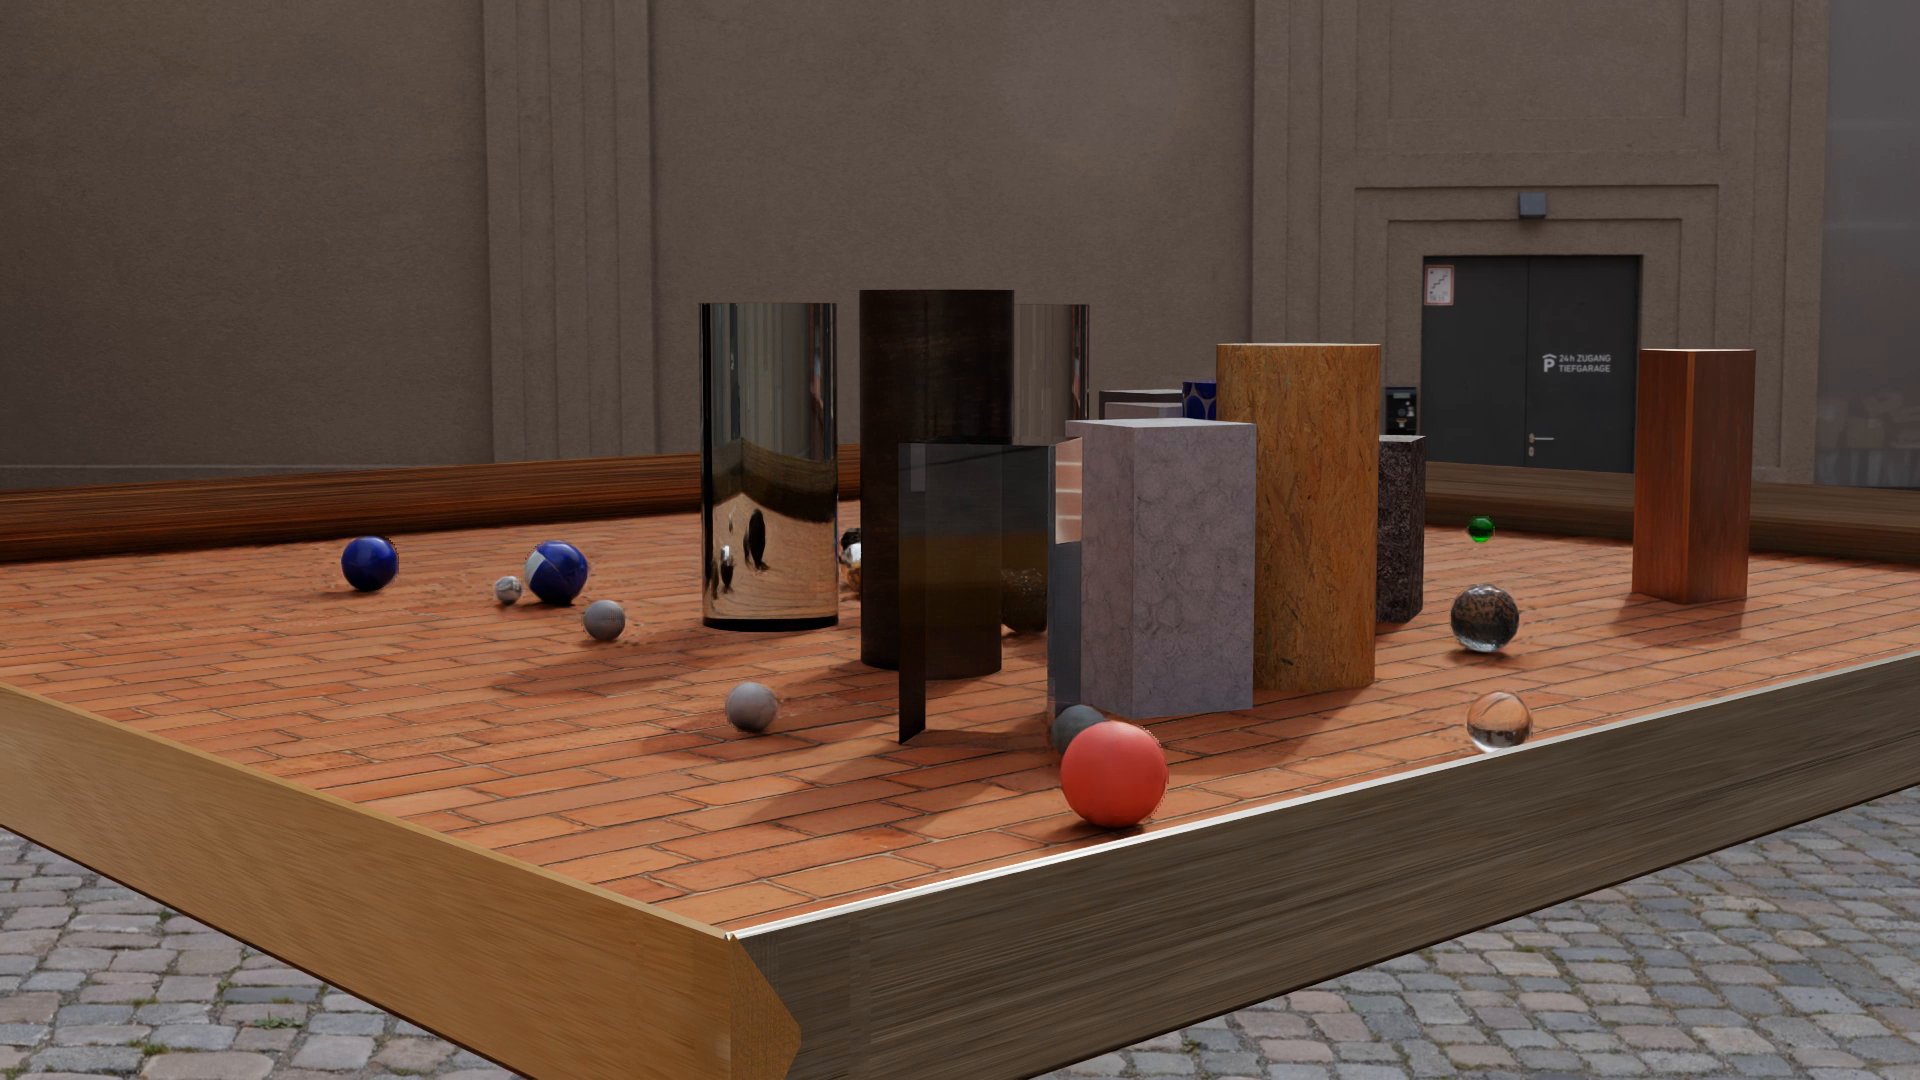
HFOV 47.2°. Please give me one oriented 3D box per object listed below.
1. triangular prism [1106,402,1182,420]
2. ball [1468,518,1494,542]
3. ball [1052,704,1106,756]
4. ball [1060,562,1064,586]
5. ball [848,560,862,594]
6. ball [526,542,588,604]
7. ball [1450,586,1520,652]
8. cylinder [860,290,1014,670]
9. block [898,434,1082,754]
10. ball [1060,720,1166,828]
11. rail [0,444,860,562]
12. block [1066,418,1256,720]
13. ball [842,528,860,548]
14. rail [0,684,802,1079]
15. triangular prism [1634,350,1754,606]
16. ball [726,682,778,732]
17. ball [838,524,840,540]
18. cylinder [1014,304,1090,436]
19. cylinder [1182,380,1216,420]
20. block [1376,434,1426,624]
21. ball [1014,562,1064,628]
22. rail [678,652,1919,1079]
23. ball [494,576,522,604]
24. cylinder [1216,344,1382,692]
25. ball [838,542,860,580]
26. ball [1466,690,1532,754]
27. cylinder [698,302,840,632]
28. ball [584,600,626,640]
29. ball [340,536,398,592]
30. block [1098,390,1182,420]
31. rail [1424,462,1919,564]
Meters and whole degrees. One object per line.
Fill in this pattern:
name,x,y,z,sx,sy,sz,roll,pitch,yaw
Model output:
triangular prism,0.274,-0.044,3.208,0.146,0.308,0.168,4,7,36
ball,1.002,-0.020,4.231,0.046,0.046,0.046,0,6,0
ball,0.119,0.191,2.170,0.057,0.057,0.057,0,6,0
ball,0.199,0.051,3.315,0.095,0.095,0.095,0,6,0
ball,-0.146,0.057,3.437,0.059,0.059,0.059,0,6,0
ball,-0.610,0.050,3.332,0.095,0.095,0.095,0,6,0
ball,0.683,0.103,2.862,0.088,0.088,0.088,0,6,0
cylinder,-0.029,-0.080,2.777,0.195,0.468,0.195,0,6,0
block,0.033,0.051,2.290,0.156,0.310,0.156,2,6,16
ball,0.132,0.202,1.895,0.092,0.092,0.092,0,6,0
rail,-1.036,-0.084,4.449,3.183,0.126,0.045,-5,8,-42
block,0.224,0.026,2.482,0.156,0.318,0.156,-3,7,-26
ball,-0.190,0.003,3.993,0.051,0.051,0.051,0,6,0
rail,-1.152,0.144,2.275,0.045,0.126,3.103,-5,8,-42
triangular prism,1.113,-0.103,3.412,0.168,0.382,0.146,-5,8,-38
ball,-0.220,0.177,2.323,0.053,0.053,0.053,0,6,0
ball,-0.263,-0.014,3.932,0.097,0.097,0.097,0,6,0
cylinder,0.113,-0.157,3.585,0.195,0.452,0.195,0,6,0
cylinder,0.396,-0.040,2.969,0.195,0.348,0.195,0,6,0
block,0.590,-0.020,3.217,0.156,0.259,0.156,2,6,20
ball,0.111,0.078,3.075,0.093,0.093,0.093,0,6,0
rail,1.036,0.150,2.215,3.183,0.126,0.045,-5,8,-42
ball,-0.685,0.075,3.338,0.043,0.043,0.043,0,6,0
cylinder,0.404,-0.033,2.646,0.195,0.403,0.195,0,6,0
ball,-0.162,0.038,3.566,0.069,0.069,0.069,0,6,0
ball,0.541,0.183,2.204,0.064,0.064,0.064,0,6,0
cylinder,-0.270,-0.108,3.116,0.195,0.453,0.195,0,6,0
ball,-0.479,0.108,2.963,0.056,0.056,0.056,0,6,0
ball,-0.936,0.037,3.487,0.088,0.088,0.088,0,6,0
block,0.354,-0.112,3.890,0.156,0.301,0.156,-4,7,-33
rail,1.152,-0.078,4.389,0.045,0.126,3.103,-5,8,-42
